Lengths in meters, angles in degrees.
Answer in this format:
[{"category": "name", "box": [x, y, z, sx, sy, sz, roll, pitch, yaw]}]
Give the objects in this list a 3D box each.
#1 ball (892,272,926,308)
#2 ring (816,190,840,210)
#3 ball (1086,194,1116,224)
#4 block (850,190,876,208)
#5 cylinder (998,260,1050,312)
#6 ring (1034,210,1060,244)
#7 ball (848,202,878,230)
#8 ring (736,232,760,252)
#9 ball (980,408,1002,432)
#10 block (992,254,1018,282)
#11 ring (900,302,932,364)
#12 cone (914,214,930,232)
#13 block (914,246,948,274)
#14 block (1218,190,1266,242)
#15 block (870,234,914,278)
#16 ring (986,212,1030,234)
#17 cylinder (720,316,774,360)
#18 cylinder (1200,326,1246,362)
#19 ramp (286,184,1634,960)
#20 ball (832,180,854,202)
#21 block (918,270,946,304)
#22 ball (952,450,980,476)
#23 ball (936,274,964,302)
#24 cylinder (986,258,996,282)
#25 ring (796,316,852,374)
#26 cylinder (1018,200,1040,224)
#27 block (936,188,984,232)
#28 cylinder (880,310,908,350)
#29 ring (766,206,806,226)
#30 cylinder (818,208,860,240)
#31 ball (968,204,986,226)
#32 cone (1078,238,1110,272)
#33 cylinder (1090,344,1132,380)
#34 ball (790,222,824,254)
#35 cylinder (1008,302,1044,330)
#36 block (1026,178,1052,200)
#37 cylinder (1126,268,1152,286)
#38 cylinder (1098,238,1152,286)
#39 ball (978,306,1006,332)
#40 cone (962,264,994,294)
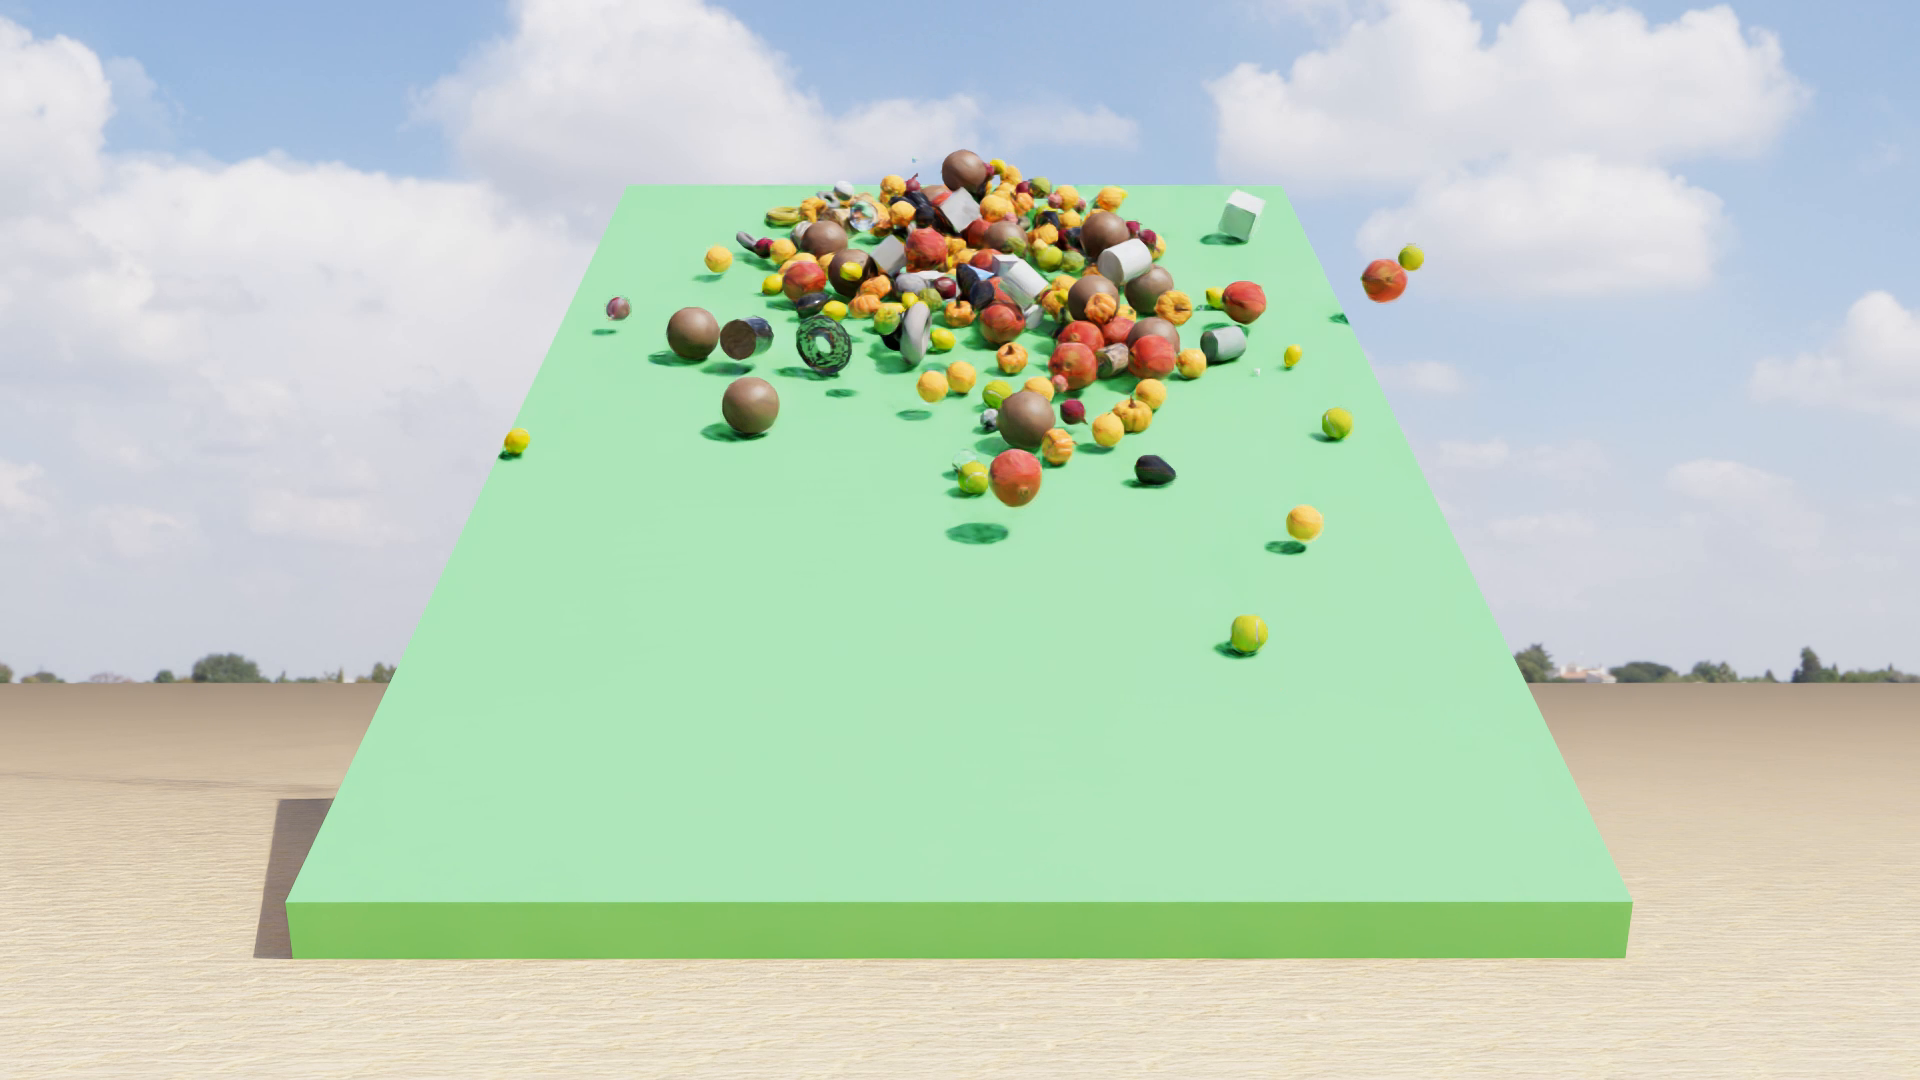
[{"category": "ball", "box": [-0.129, -0.637, 5.915, 0.088, 0.088, 0.088, 0, -3, 0]}, {"category": "ring", "box": [-0.377, -0.969, 6.647, 0.075, 0.075, 0.025, 3, -37, -37]}, {"category": "ball", "box": [0.407, -0.954, 6.710, 0.084, 0.084, 0.084, 0, -3, 0]}, {"category": "block", "box": [-0.281, -0.973, 6.750, 0.051, 0.051, 0.051, -18, -56, 30]}, {"category": "cylinder", "box": [0.156, -0.625, 5.706, 0.090, 0.090, 0.090, 42, 0, 4]}, {"category": "ring", "box": [0.244, -0.877, 6.521, 0.033, 0.098, 0.098, -3, -1, -36]}, {"category": "ball", "box": [-0.263, -0.885, 6.350, 0.081, 0.081, 0.081, 0, -3, 0]}, {"category": "ring", "box": [-0.583, -0.821, 6.402, 0.078, 0.026, 0.078, 35, 16, -11]}, {"category": "ball", "box": [0.069, -0.269, 5.205, 0.050, 0.050, 0.050, 0, -3, 0]}, {"category": "block", "box": [0.119, -0.704, 6.021, 0.057, 0.057, 0.057, -3, 27, -18]}, {"category": "ring", "box": [-0.105, -0.495, 5.582, 0.050, 0.150, 0.150, 10, -2, 8]}, {"category": "cone", "box": [-0.114, -0.892, 6.516, 0.052, 0.052, 0.052, -1, -5, 18]}, {"category": "block", "box": [-0.077, -0.734, 6.219, 0.079, 0.079, 0.079, 5, 24, 11]}, {"category": "block", "box": [0.793, -0.915, 6.549, 0.092, 0.092, 0.092, 24, 38, 9]}, {"category": "block", "box": [-0.178, -0.737, 6.024, 0.077, 0.077, 0.077, 45, 2, -14]}, {"category": "ring", "box": [0.137, -0.904, 6.646, 0.129, 0.043, 0.129, 0, 21, 0]}, {"category": "cylinder", "box": [-0.509, -0.482, 5.546, 0.097, 0.097, 0.097, -1, 10, 20]}, {"category": "cylinder", "box": [0.637, -0.474, 5.632, 0.078, 0.078, 0.078, -13, 3, -27]}, {"category": "ramp", "box": [-0.008, -0.228, 5.298, 2.000, 0.100, 4.000, 0, 24, 0]}, {"category": "ball", "box": [-0.328, -0.981, 6.540, 0.060, 0.060, 0.060, 0, -3, 0]}, {"category": "block", "box": [-0.081, -0.661, 6.069, 0.066, 0.066, 0.066, 11, 26, 22]}, {"category": "ball", "box": [0.012, -0.164, 4.959, 0.058, 0.058, 0.058, 0, -3, 0]}, {"category": "ball", "box": [-0.026, -0.650, 5.992, 0.073, 0.073, 0.073, 0, -3, 0]}, {"category": "cylinder", "box": [0.100, -0.717, 6.189, 0.055, 0.055, 0.055, 20, 9, -3]}, {"category": "ring", "box": [-0.324, -0.464, 5.521, 0.147, 0.147, 0.049, -2, 25, 33]}, {"category": "cylinder", "box": [0.197, -0.947, 6.707, 0.057, 0.057, 0.057, 8, 21, -3]}, {"category": "block", "box": [-0.001, -0.897, 6.319, 0.086, 0.086, 0.086, -39, 11, -1]}, {"category": "cylinder", "box": [-0.139, -0.518, 5.726, 0.083, 0.083, 0.083, -2, 18, 36]}, {"category": "ring", "box": [-0.504, -0.935, 6.718, 0.117, 0.039, 0.117, -2, 24, 1]}, {"category": "cylinder", "box": [-0.331, -0.872, 6.410, 0.083, 0.083, 0.083, -3, 1, 40]}, {"category": "ball", "box": [0.040, -0.909, 6.499, 0.067, 0.067, 0.067, 0, -3, 0]}, {"category": "cone", "box": [0.377, -0.784, 6.271, 0.088, 0.088, 0.088, 43, 5, -5]}, {"category": "cylinder", "box": [0.359, -0.425, 5.530, 0.073, 0.073, 0.073, -22, 12, -41]}, {"category": "ball", "box": [-0.425, -0.834, 6.426, 0.092, 0.092, 0.092, 0, -3, 0]}, {"category": "cylinder", "box": [0.167, -0.571, 5.853, 0.063, 0.063, 0.063, 38, 15, 25]}, {"category": "block", "box": [0.232, -1.028, 6.807, 0.054, 0.054, 0.054, 10, 12, 26]}, {"category": "cylinder", "box": [0.457, -0.714, 6.142, 0.077, 0.077, 0.077, -2, -3, 35]}, {"category": "cylinder", "box": [0.414, -0.697, 5.839, 0.097, 0.097, 0.097, -25, 10, -31]}, {"category": "ball", "box": [0.081, -0.555, 5.829, 0.067, 0.067, 0.067, 0, -3, 0]}, {"category": "cone", "box": [0.055, -0.677, 5.978, 0.077, 0.077, 0.077, -13, 1, -20]}]
